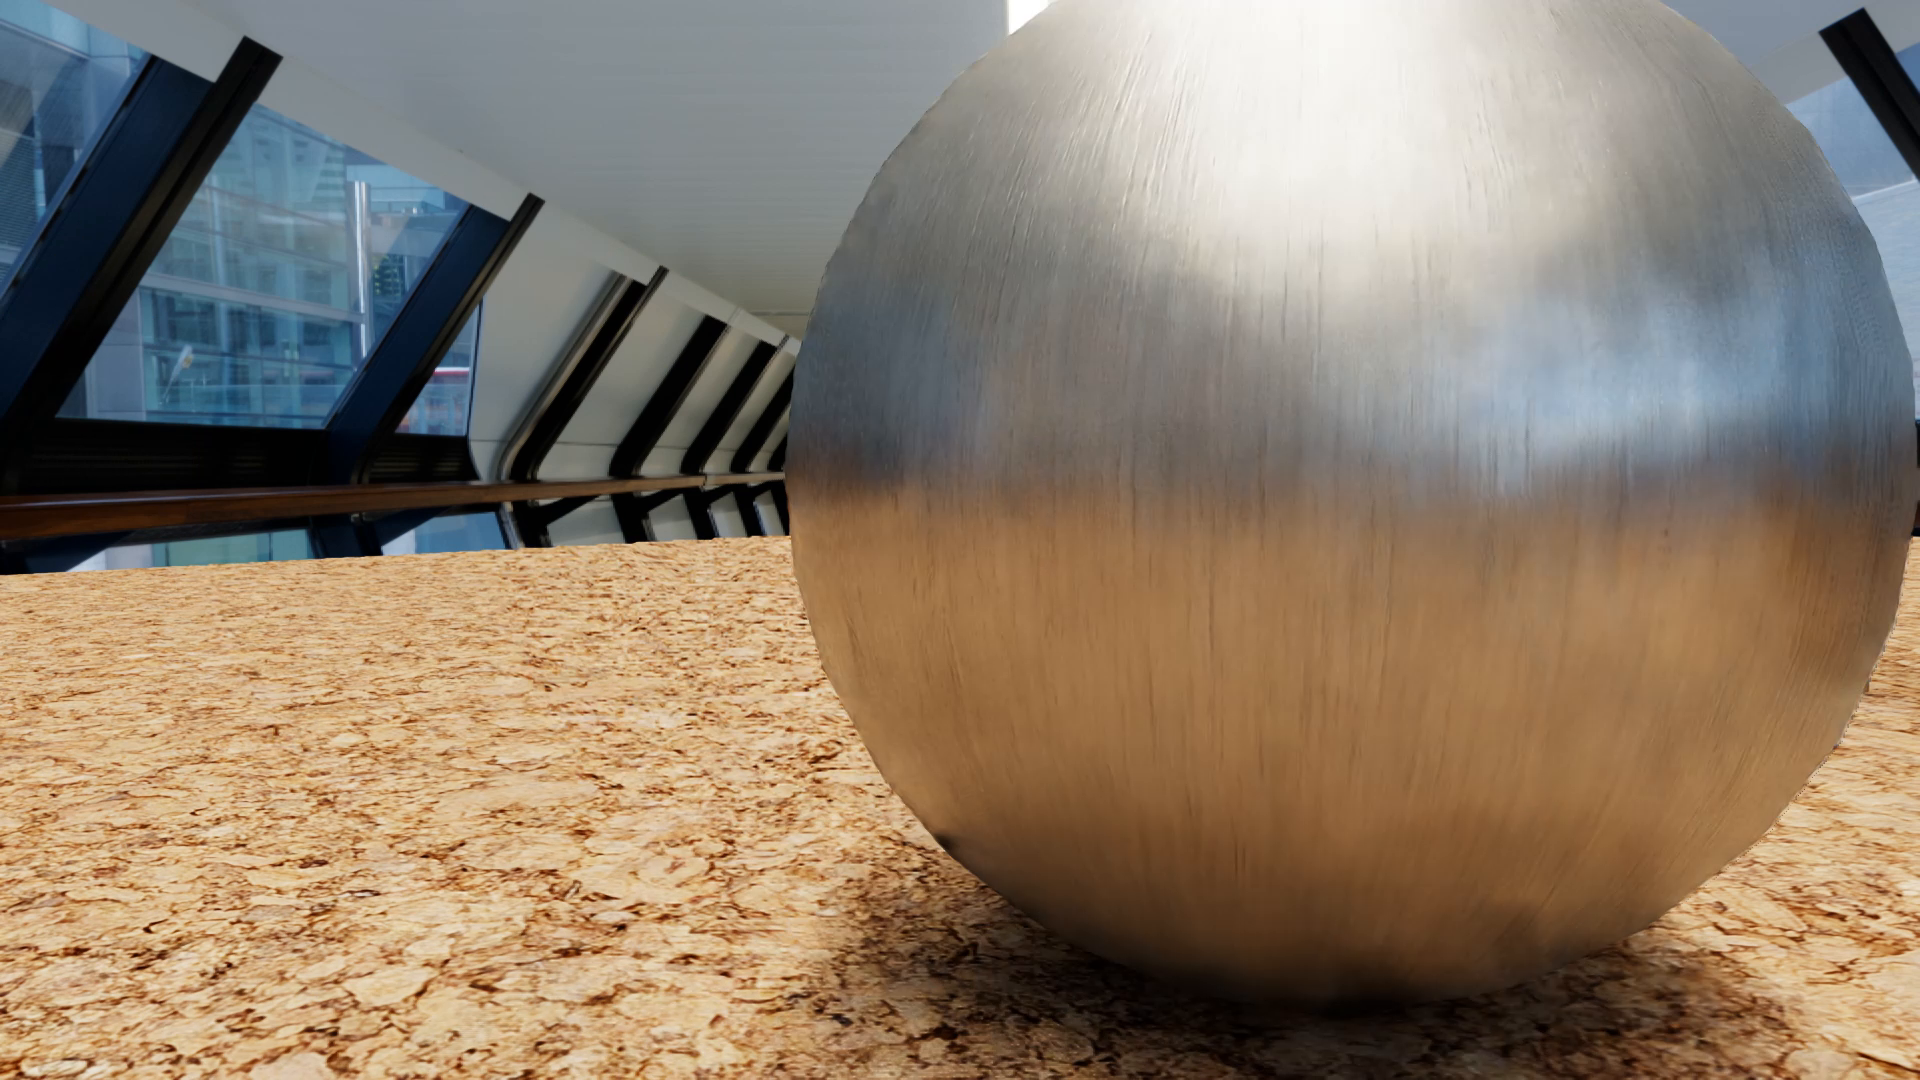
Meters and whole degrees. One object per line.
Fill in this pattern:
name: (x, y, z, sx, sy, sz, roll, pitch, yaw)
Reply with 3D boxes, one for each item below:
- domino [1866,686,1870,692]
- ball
domino: (0.157, 0.000, 0.232, 0.010, 0.050, 0.025, 2, 5, 24)
ball: (0.026, -0.005, 0.102, 0.080, 0.080, 0.080, 0, 4, 0)
